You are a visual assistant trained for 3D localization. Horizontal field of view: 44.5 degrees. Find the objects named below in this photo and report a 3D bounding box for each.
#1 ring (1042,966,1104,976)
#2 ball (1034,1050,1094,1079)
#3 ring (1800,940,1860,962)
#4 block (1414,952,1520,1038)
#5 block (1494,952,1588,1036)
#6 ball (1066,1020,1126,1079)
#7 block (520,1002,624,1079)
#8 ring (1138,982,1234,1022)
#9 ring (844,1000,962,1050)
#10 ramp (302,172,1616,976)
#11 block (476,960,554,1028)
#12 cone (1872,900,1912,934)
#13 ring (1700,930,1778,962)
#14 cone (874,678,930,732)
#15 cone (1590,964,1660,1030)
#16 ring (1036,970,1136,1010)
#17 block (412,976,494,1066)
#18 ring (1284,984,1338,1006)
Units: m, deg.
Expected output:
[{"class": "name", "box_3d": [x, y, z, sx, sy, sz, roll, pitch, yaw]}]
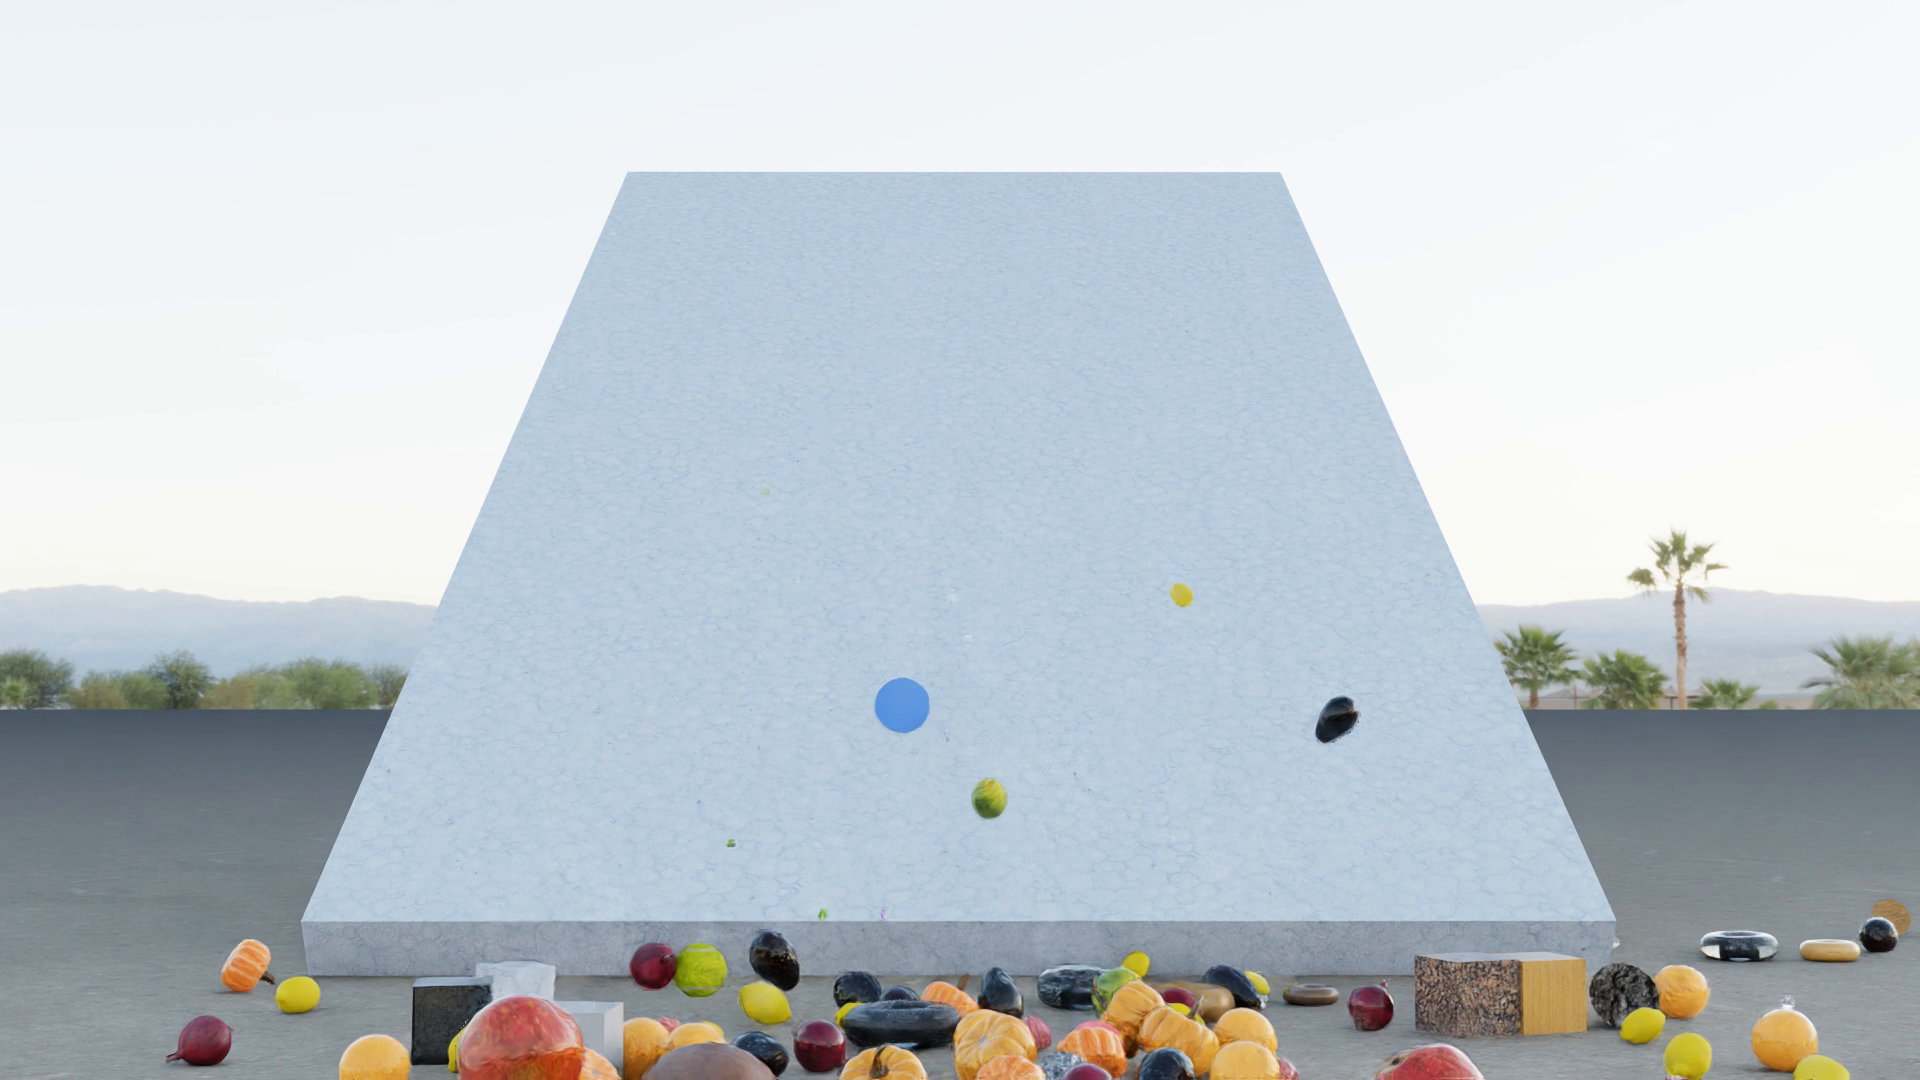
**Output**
[{"class": "ring", "box_3d": [0.168, 0.636, 3.384, 0.108, 0.036, 0.108, 0, -4, 0]}, {"class": "ball", "box_3d": [0.106, 0.555, 2.402, 0.063, 0.063, 0.063, 0, -4, 0]}, {"class": "ring", "box_3d": [1.417, 0.669, 3.822, 0.094, 0.031, 0.094, -1, -5, 0]}, {"class": "block", "box_3d": [0.647, 0.580, 2.992, 0.094, 0.094, 0.094, 2, -4, -22]}, {"class": "block", "box_3d": [0.740, 0.583, 3.018, 0.092, 0.092, 0.092, 1, -4, -18]}, {"class": "ball", "box_3d": [0.150, 0.566, 2.596, 0.067, 0.067, 0.067, 0, -4, 0]}, {"class": "block", "box_3d": [-0.418, 0.550, 2.534, 0.090, 0.090, 0.090, 0, -4, 5]}, {"class": "ring", "box_3d": [0.300, 0.615, 3.120, 0.130, 0.043, 0.130, 1, -5, 0]}, {"class": "ring", "box_3d": [-0.070, 0.595, 2.880, 0.147, 0.049, 0.147, -1, -5, 0]}, {"class": "ramp", "box_3d": [-0.009, -0.229, 5.395, 2.000, 0.100, 4.000, 0, 25, 0]}, {"class": "block", "box_3d": [-0.584, 0.595, 3.075, 0.075, 0.075, 0.075, 3, -5, -38]}, {"class": "cone", "box_3d": [1.688, 0.701, 4.273, 0.069, 0.069, 0.069, 0, -32, 5]}, {"class": "ring", "box_3d": [1.277, 0.666, 3.844, 0.123, 0.041, 0.123, -1, -3, 0]}, {"class": "cone", "box_3d": [-0.103, 0.289, 4.129, 0.096, 0.096, 0.096, 0, -2, -3]}, {"class": "cone", "box_3d": [0.856, 0.612, 3.064, 0.090, 0.090, 0.090, 0, -31, -2]}, {"class": "ring", "box_3d": [0.174, 0.622, 3.245, 0.139, 0.046, 0.139, 0, -5, 0]}, {"class": "block", "box_3d": [-0.597, 0.566, 2.765, 0.090, 0.090, 0.090, 1, -4, -10]}, {"class": "ring", "box_3d": [0.488, 0.633, 3.264, 0.075, 0.025, 0.075, -1, -3, 0]}]
